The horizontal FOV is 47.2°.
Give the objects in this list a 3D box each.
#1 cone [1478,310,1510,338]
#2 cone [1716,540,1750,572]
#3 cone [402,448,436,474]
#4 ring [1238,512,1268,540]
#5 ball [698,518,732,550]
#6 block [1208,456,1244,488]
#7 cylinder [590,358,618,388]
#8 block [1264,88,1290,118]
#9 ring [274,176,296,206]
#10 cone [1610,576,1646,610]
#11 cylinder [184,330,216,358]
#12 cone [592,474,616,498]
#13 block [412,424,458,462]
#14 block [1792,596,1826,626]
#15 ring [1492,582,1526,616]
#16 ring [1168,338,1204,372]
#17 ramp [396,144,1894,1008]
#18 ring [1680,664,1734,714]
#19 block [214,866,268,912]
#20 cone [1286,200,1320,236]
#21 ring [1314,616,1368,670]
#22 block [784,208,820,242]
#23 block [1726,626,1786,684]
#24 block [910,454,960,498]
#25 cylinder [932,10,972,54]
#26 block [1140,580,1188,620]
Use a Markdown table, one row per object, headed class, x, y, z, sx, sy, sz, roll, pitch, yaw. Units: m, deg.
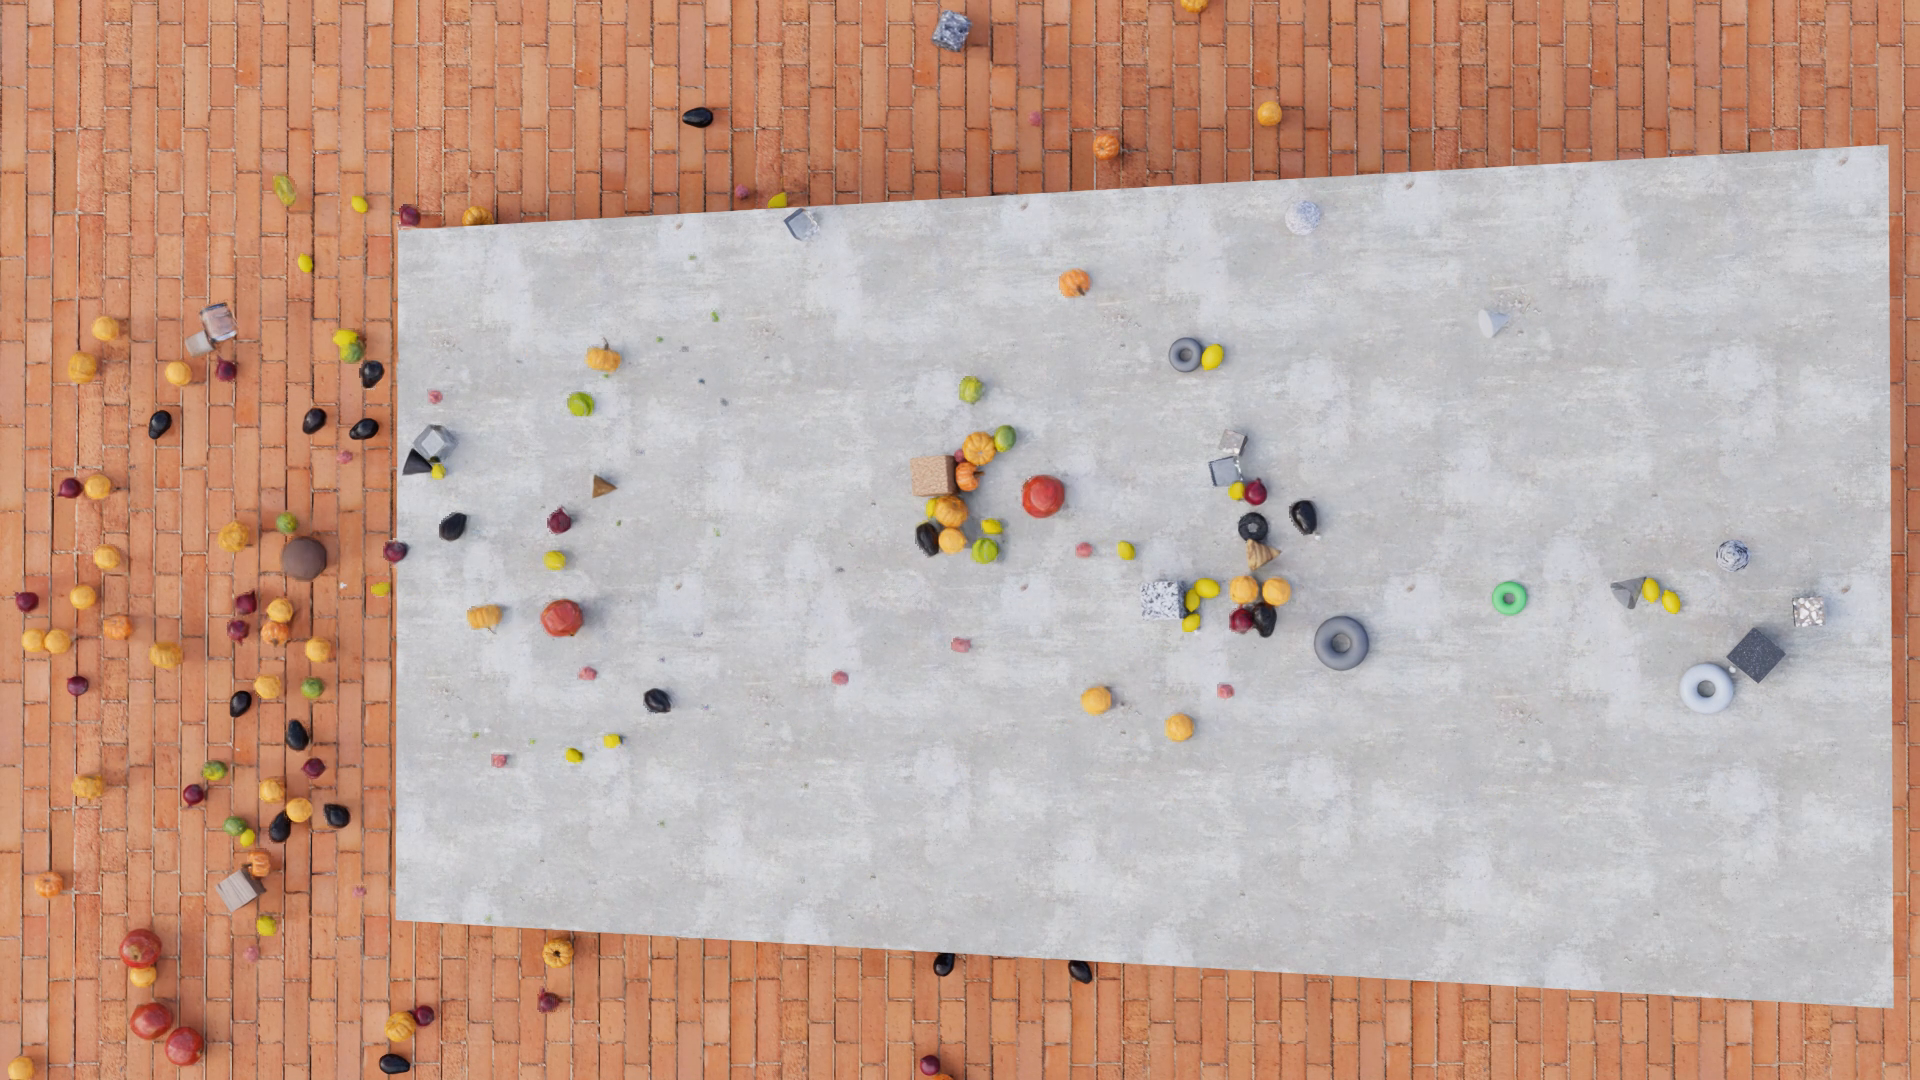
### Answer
| class | x | y | z | sx | sy | sz | roll | pitch | yaw |
| --- | --- | --- | --- | --- | --- | --- | --- | --- | --- |
| cone | 1.315 | -0.538 | 5.369 | 0.072 | 0.072 | 0.072 | -18 | 89 | -9 |
| cone | 1.816 | 0.036 | 5.168 | 0.077 | 0.077 | 0.077 | 0 | 89 | 19 |
| cone | -1.548 | -0.213 | 6.330 | 0.086 | 0.086 | 0.086 | 19 | 89 | -9 |
| ring | 0.740 | -0.032 | 5.560 | 0.077 | 0.026 | 0.077 | 0 | 91 | 19 |
| ball | -0.671 | -0.016 | 6.035 | 0.090 | 0.090 | 0.090 | 0 | 89 | 0 |
| block | 0.672 | -0.173 | 5.565 | 0.064 | 0.064 | 0.064 | -15 | 85 | 18 |
| cylinder | -0.992 | -0.464 | 6.151 | 0.076 | 0.076 | 0.076 | 0 | 84 | -1 |
| block | 0.929 | -1.278 | 6.440 | 0.054 | 0.054 | 0.054 | 30 | 117 | -9 |
| ring | -1.976 | -1.024 | 6.442 | 0.031 | 0.093 | 0.093 | -28 | 89 | -31 |
| cone | 1.613 | 0.110 | 5.257 | 0.080 | 0.080 | 0.080 | -37 | 89 | -13 |
| cylinder | -2.227 | -0.575 | 6.447 | 0.065 | 0.065 | 0.065 | -22 | 89 | 0 |
| cone | -0.990 | -0.147 | 6.145 | 0.068 | 0.068 | 0.068 | 4 | 89 | -8 |
| block | -1.502 | -0.276 | 6.296 | 0.075 | 0.075 | 0.075 | -45 | 76 | 13 |
| block | 1.975 | 0.167 | 5.118 | 0.065 | 0.065 | 0.065 | -4 | 88 | 19 |
| ring | 1.338 | 0.142 | 5.354 | 0.083 | 0.028 | 0.083 | -1 | 88 | 20 |
| ring | 0.577 | -0.473 | 5.619 | 0.091 | 0.030 | 0.091 | -1 | 88 | 19 |
| ramp | 0.278 | 0.092 | 5.781 | 4.000 | 0.100 | 2.000 | 0 | 89 | 19 |
| ring | 1.765 | 0.352 | 5.200 | 0.122 | 0.041 | 0.122 | 0 | 91 | 19 |
| block | -2.097 | 1.017 | 6.412 | 0.090 | 0.090 | 0.090 | -33 | 89 | 0 |
| cone | 0.849 | -0.813 | 5.501 | 0.088 | 0.088 | 0.088 | 0 | 89 | 19 |
| ring | 0.949 | 0.257 | 5.475 | 0.137 | 0.046 | 0.137 | -1 | 86 | 22 |
| block | -0.428 | -0.853 | 5.948 | 0.061 | 0.061 | 0.061 | -34 | 79 | 15 |
| block | 1.860 | 0.269 | 5.141 | 0.093 | 0.093 | 0.093 | 42 | 102 | 15 |
| block | -0.066 | -0.169 | 5.796 | 0.099 | 0.099 | 0.099 | -5 | 88 | 19 |
| cylinder | -0.023 | -1.490 | 6.446 | 0.092 | 0.092 | 0.092 | 23 | 89 | 0 |
| block | 0.519 | 0.155 | 5.595 | 0.096 | 0.096 | 0.096 | -4 | 88 | 19 |
